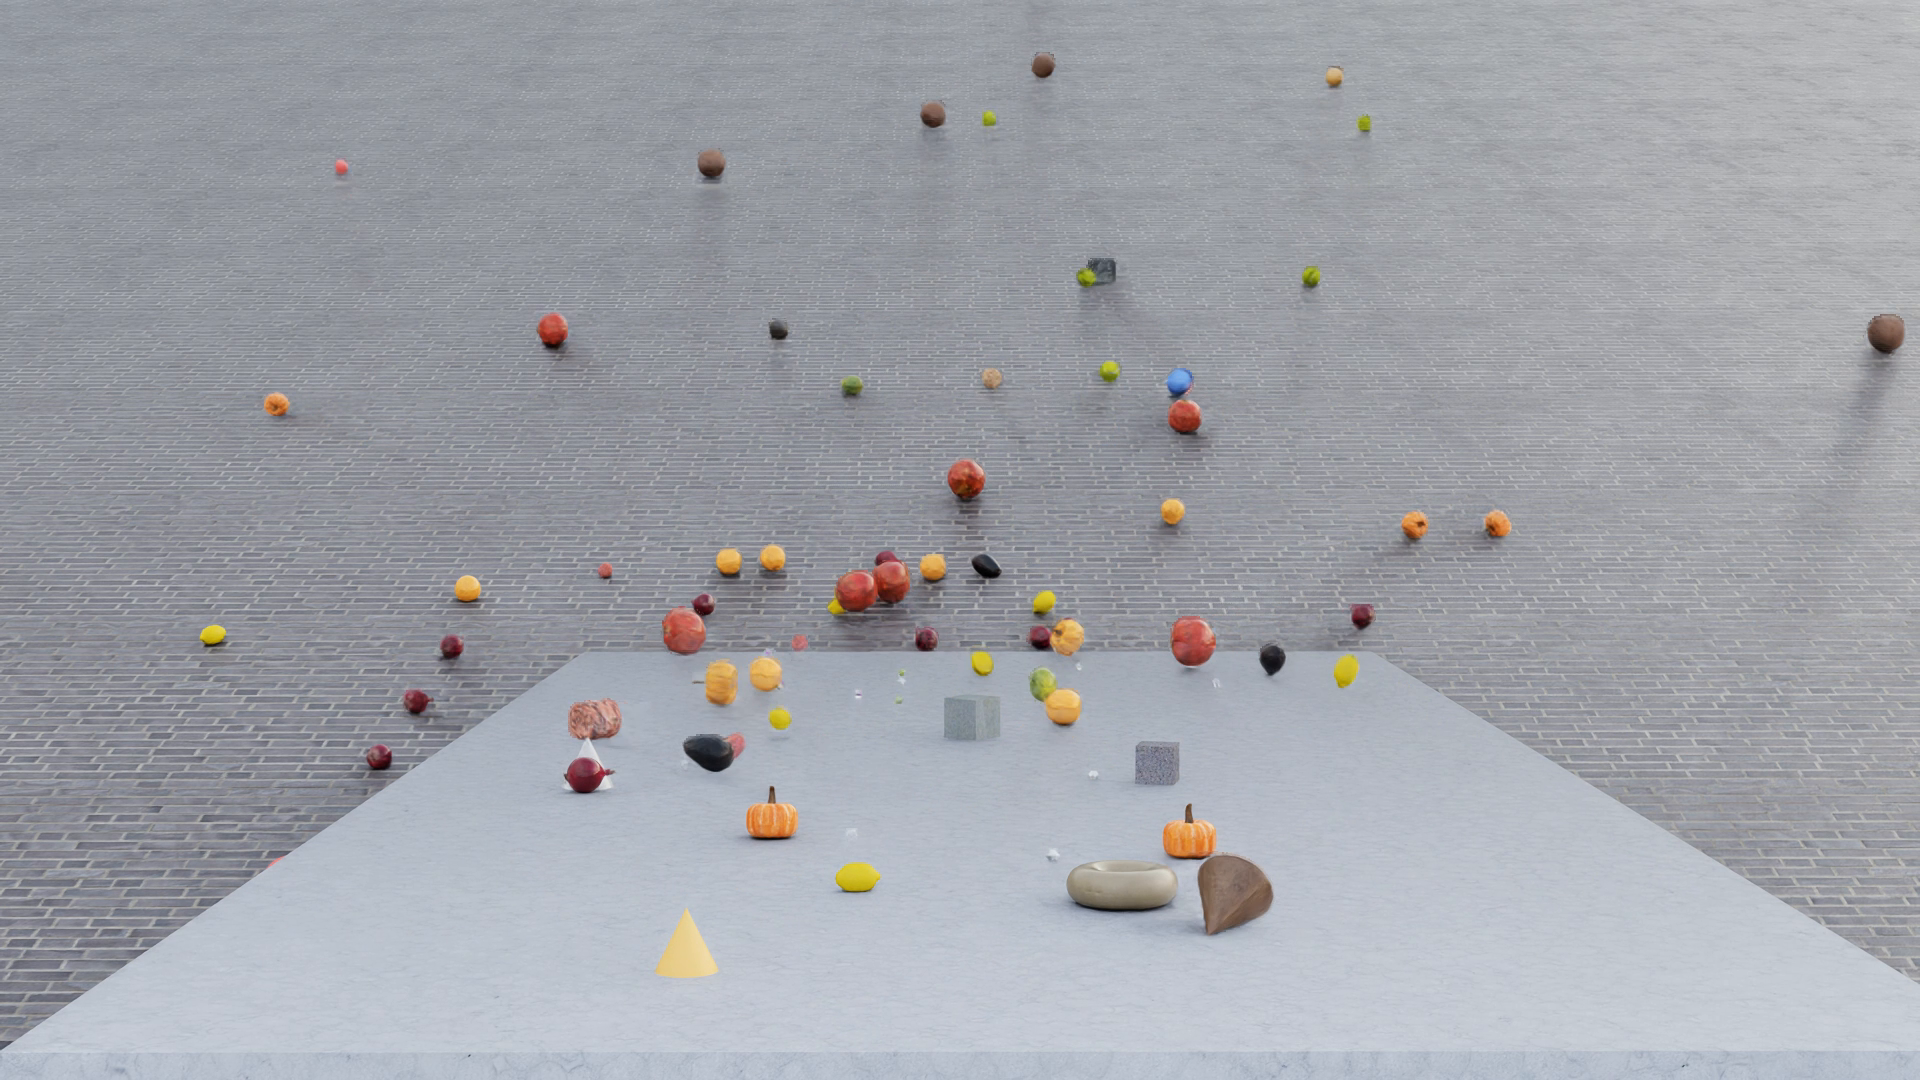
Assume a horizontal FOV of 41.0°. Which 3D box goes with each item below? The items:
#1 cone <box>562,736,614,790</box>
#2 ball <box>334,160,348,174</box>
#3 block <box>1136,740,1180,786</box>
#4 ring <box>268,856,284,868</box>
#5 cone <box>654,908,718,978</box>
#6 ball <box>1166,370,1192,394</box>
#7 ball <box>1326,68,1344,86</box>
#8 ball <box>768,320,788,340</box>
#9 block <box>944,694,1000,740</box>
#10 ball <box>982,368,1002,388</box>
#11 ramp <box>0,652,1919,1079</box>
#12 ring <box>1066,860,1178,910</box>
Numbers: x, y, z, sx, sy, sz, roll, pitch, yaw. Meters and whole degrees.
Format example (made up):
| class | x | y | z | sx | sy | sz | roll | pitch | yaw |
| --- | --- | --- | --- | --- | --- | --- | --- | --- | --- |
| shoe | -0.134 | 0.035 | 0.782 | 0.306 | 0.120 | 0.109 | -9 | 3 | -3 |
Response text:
| class | x | y | z | sx | sy | sz | roll | pitch | yaw |
| --- | --- | --- | --- | --- | --- | --- | --- | --- | --- |
| cone | -0.617 | 0.366 | 4.259 | 0.085 | 0.085 | 0.085 | 0 | 3 | 0 |
| ball | -2.876 | -1.735 | 11.944 | 0.060 | 0.060 | 0.060 | 0 | 21 | 0 |
| block | 0.331 | 0.374 | 4.307 | 0.064 | 0.064 | 0.064 | 1 | 3 | 14 |
| ring | -1.437 | 0.725 | 5.580 | 0.143 | 0.048 | 0.143 | 1 | 21 | 0 |
| cone | -0.307 | 0.448 | 2.889 | 0.072 | 0.072 | 0.072 | 0 | 3 | 0 |
| ball | 0.751 | -0.541 | 8.811 | 0.085 | 0.085 | 0.085 | 0 | 21 | 0 |
| ball | 2.023 | -2.505 | 13.894 | 0.095 | 0.095 | 0.095 | 0 | 21 | 0 |
| ball | -0.665 | -0.774 | 9.434 | 0.073 | 0.073 | 0.073 | 0 | 21 | 0 |
| block | 0.023 | 0.336 | 4.880 | 0.076 | 0.076 | 0.076 | 2 | 4 | 38 |
| ball | 0.110 | -0.559 | 8.881 | 0.069 | 0.069 | 0.069 | 0 | 21 | 0 |
| ramp | 0.049 | 0.444 | 4.532 | 2.000 | 0.100 | 4.000 | 0 | 3 | 0 |
| ring | 0.207 | 0.439 | 3.275 | 0.143 | 0.048 | 0.143 | 0 | 2 | 0 |
